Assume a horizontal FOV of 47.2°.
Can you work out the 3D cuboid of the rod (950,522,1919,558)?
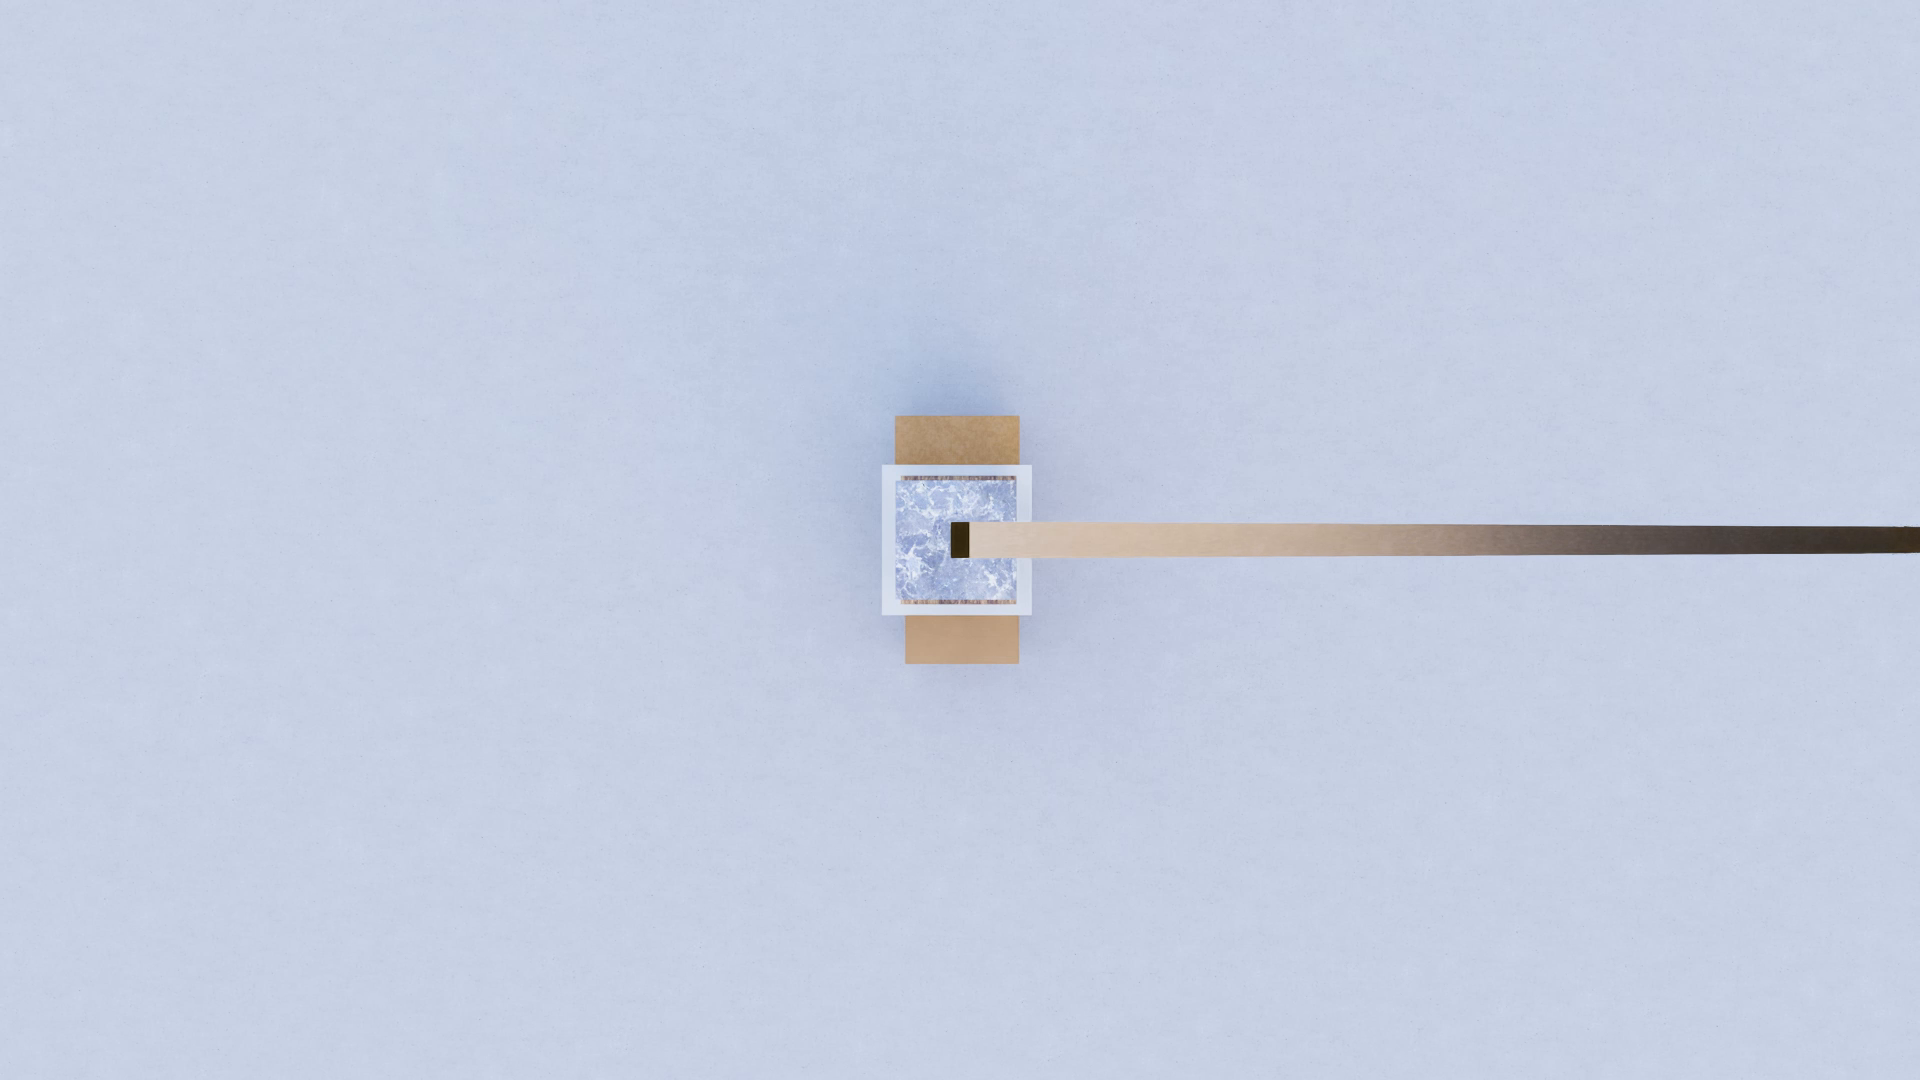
[{"bbox_3d":[2.212,0.000,6.204,5.200,0.080,0.080,0,90,-32],"label":"rod"}]

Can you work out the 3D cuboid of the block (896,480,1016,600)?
[{"bbox_3d":[-0.017,0.000,9.687,0.517,0.581,0.509,0,90,0],"label":"block"}]

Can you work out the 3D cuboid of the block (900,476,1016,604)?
[{"bbox_3d":[-0.007,0.000,11.275,0.576,0.707,0.640,0,90,0],"label":"block"}]

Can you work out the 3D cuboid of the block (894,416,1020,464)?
[{"bbox_3d":[-0.015,-0.333,12.684,0.701,0.633,0.732,0,90,0],"label":"block"}]

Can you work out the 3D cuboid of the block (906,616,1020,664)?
[{"bbox_3d":[0.012,0.371,12.696,0.642,0.608,0.656,0,90,0],"label":"block"}]

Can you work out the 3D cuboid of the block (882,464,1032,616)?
[{"bbox_3d":[-0.017,0.000,11.998,0.792,0.739,0.793,0,90,0],"label":"block"}]
